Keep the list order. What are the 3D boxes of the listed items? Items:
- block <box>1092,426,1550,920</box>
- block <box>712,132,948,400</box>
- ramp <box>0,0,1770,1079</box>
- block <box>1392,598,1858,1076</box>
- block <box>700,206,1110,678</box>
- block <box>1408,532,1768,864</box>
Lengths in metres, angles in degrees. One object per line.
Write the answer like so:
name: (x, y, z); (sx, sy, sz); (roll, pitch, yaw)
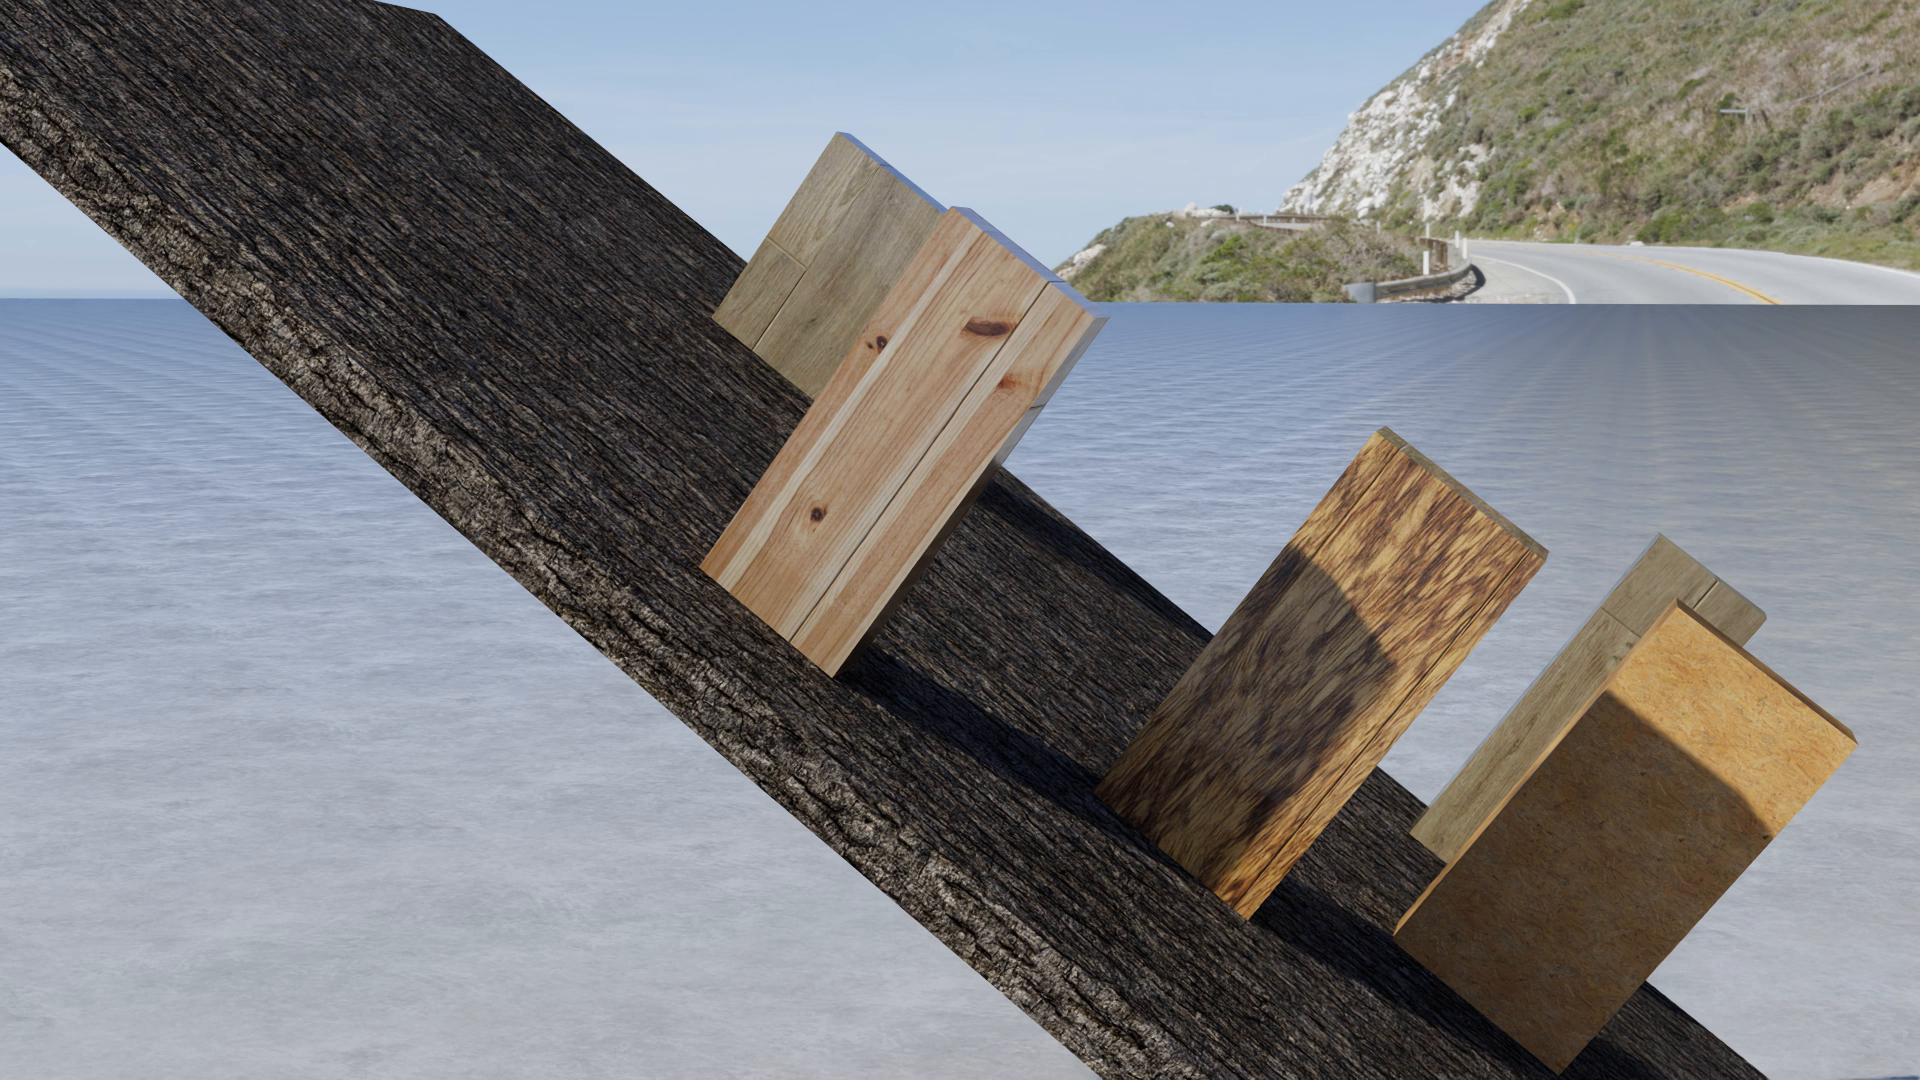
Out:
block: (0.575, 0.216, 3.550); (0.325, 0.751, 0.139); (39, 16, 9)
block: (-0.242, -0.545, 4.530); (0.339, 0.471, 0.081); (39, 16, 9)
ramp: (-0.058, 0.119, 4.067); (4.000, 0.100, 2.000); (39, 16, 9)
block: (1.150, 0.520, 3.846); (0.367, 0.774, 0.122); (39, 16, 9)
block: (-0.090, -0.143, 3.309); (0.270, 0.680, 0.095); (39, 16, 9)
block: (1.271, 0.376, 4.482); (0.258, 0.793, 0.092); (39, 16, 9)
